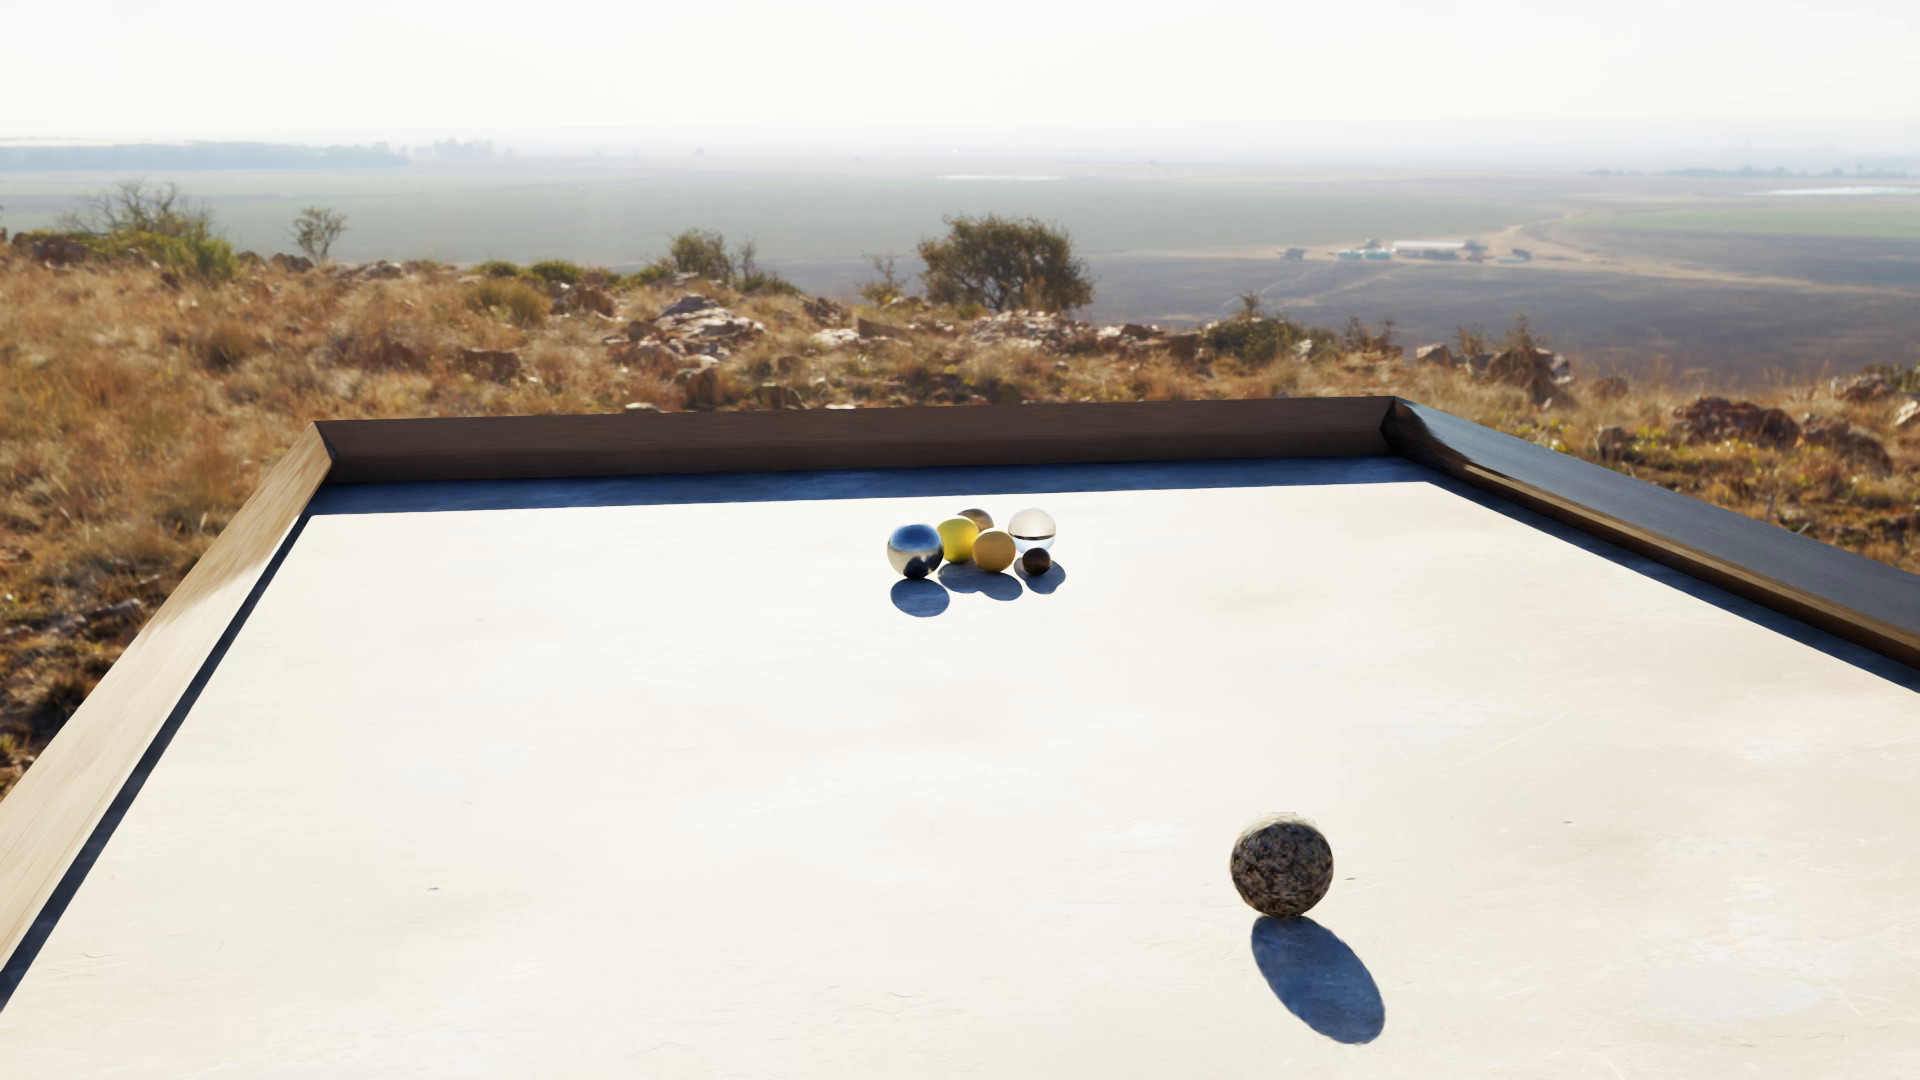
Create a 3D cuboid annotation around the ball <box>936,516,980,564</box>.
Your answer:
[{"bbox_3d":[-0.004,-0.001,3.125,0.068,0.068,0.068,0,11,0],"label":"ball"}]

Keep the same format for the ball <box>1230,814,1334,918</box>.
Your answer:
[{"bbox_3d":[0.256,0.259,1.753,0.083,0.083,0.083,0,11,0],"label":"ball"}]

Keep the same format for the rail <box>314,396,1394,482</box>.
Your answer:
[{"bbox_3d":[-0.146,-0.180,3.940,1.962,0.107,0.045,-2,11,-10],"label":"rail"}]

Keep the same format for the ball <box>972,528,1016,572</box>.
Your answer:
[{"bbox_3d":[0.047,0.015,3.063,0.062,0.062,0.062,0,11,0],"label":"ball"}]

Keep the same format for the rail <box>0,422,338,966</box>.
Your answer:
[{"bbox_3d":[-0.792,0.173,2.127,0.045,0.107,3.462,-2,11,-10],"label":"rail"}]

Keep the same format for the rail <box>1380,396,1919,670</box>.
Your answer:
[{"bbox_3d":[1.093,0.109,2.453,0.045,0.107,3.462,-2,11,-10],"label":"rail"}]

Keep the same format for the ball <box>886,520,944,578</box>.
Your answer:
[{"bbox_3d":[-0.061,0.013,3.022,0.080,0.080,0.080,0,11,0],"label":"ball"}]

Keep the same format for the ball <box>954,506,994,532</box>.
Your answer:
[{"bbox_3d":[0.018,-0.017,3.215,0.065,0.065,0.065,0,11,0],"label":"ball"}]

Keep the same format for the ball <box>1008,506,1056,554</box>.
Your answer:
[{"bbox_3d":[0.104,-0.012,3.174,0.072,0.072,0.072,0,11,0],"label":"ball"}]

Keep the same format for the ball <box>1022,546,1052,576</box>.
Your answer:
[{"bbox_3d":[0.106,0.029,3.043,0.042,0.042,0.042,0,11,0],"label":"ball"}]
